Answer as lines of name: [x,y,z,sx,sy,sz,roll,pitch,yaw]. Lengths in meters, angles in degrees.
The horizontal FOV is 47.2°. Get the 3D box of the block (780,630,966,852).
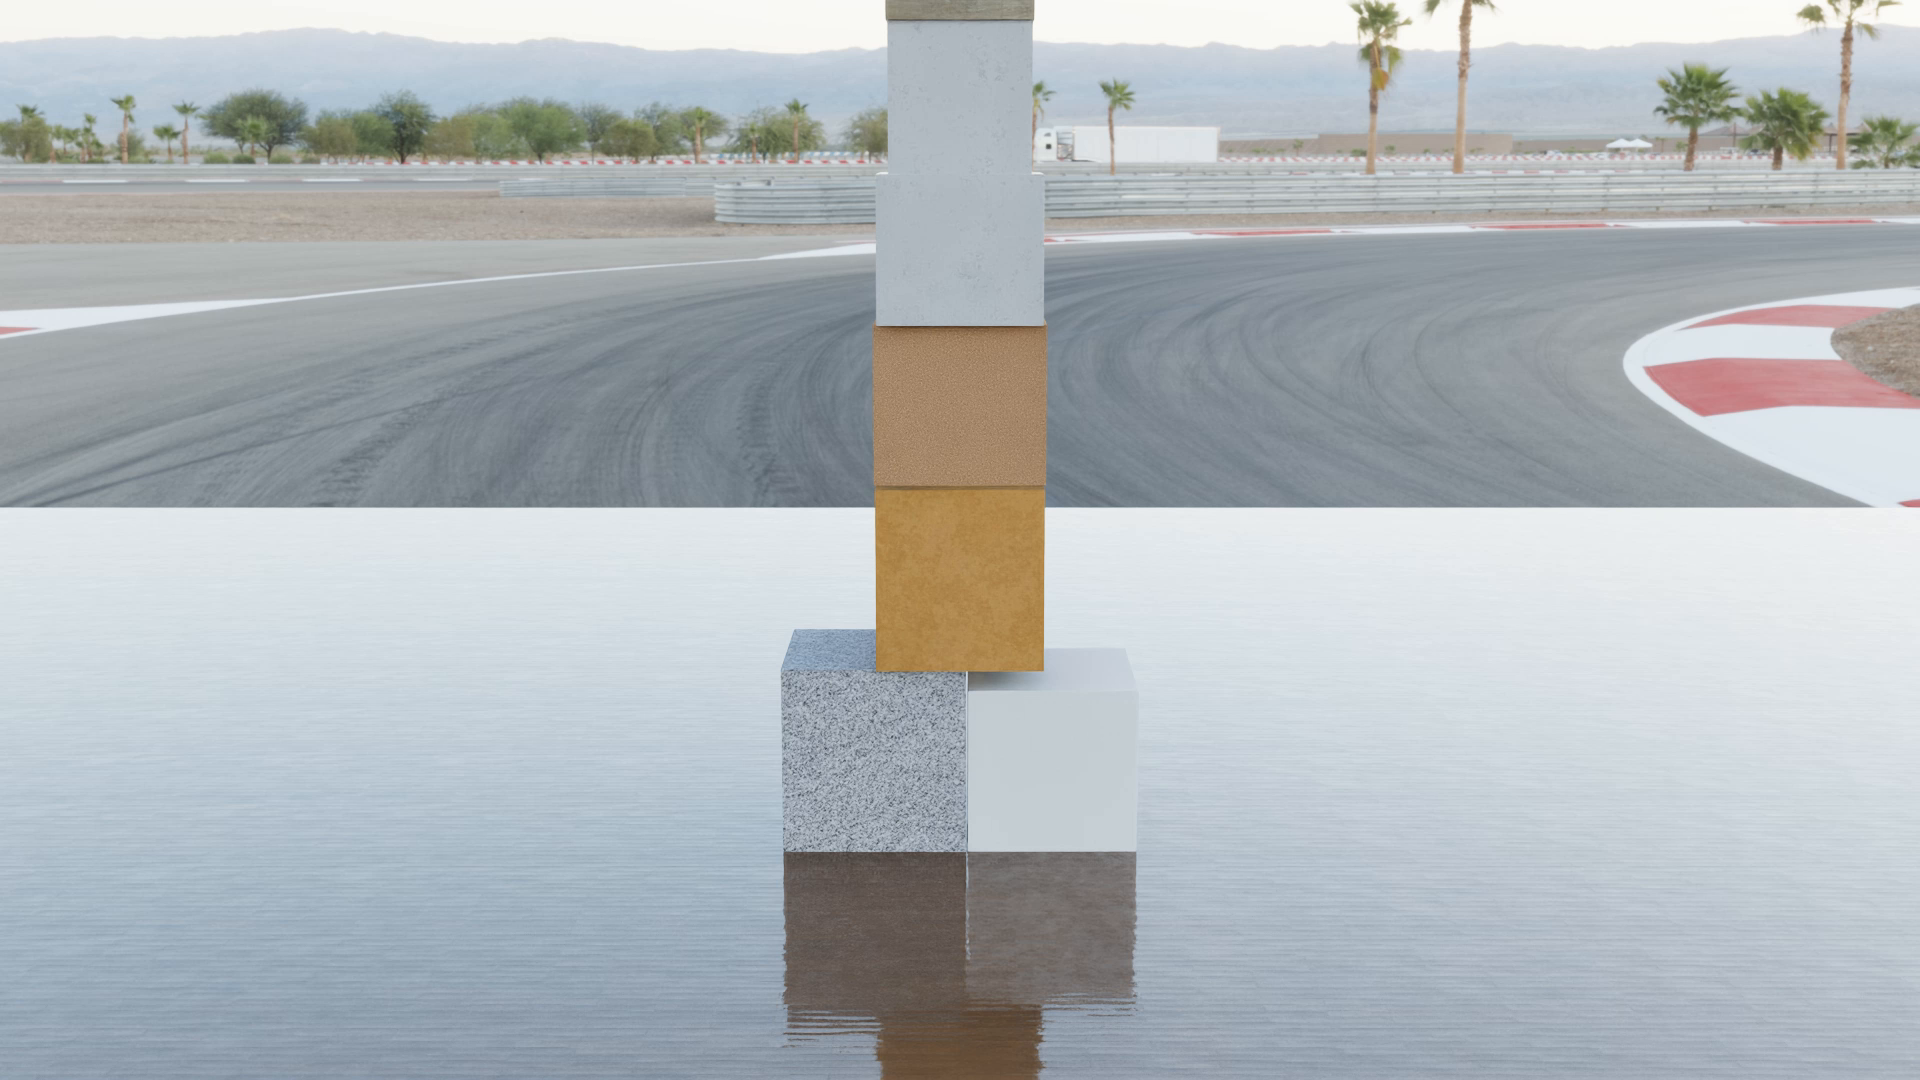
block: [-0.426,1.017,11.360,0.913,0.935,0.915,0,10,0]

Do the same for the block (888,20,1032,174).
block: [0.000,-2.165,10.789,0.689,0.719,0.680,0,10,0]

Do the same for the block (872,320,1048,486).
block: [0.000,-0.718,11.069,0.845,0.786,0.710,0,10,0]

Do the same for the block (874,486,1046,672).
block: [0.000,0.116,11.190,0.824,0.898,0.967,0,10,0]

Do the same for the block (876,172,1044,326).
block: [0.000,-1.458,10.924,0.806,0.721,0.813,0,10,0]

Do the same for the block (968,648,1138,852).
block: [0.462,1.068,11.381,0.843,0.826,0.930,0,10,0]

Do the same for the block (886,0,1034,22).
block: [0.000,-2.856,10.665,0.705,0.685,0.735,0,10,0]
